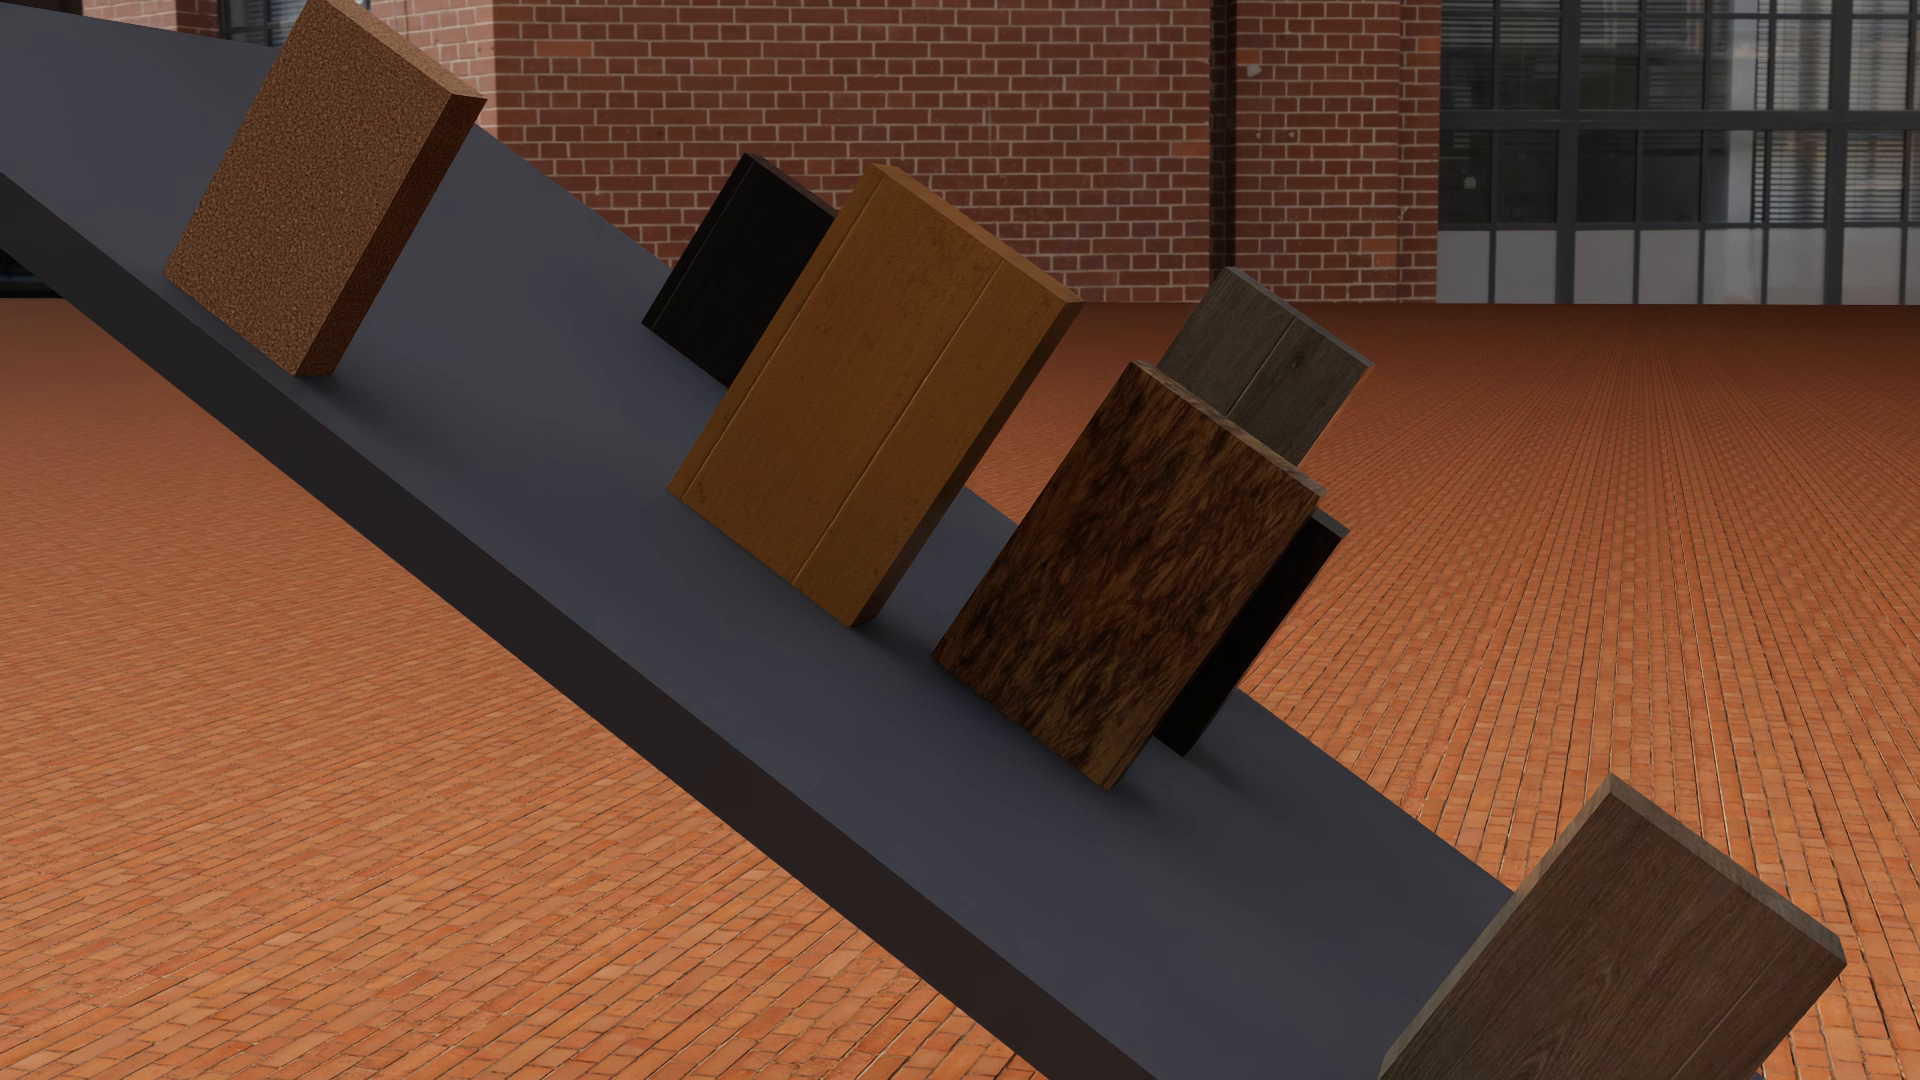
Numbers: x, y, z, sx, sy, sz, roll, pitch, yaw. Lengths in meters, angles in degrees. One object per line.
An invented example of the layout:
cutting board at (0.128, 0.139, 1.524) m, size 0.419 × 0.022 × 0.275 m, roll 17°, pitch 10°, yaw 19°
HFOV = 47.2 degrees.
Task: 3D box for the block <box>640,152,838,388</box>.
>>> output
block at (-0.389, -0.517, 4.623) m, size 0.410 × 0.429 × 0.083 m, roll 37°, pitch 15°, yaw 10°

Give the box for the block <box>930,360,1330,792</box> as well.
block at (0.291, 0.062, 3.855) m, size 0.397 × 0.641 × 0.111 m, roll 37°, pitch 15°, yaw 10°

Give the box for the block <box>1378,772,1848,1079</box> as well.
block at (0.987, 0.723, 3.369) m, size 0.411 × 0.589 × 0.141 m, roll 37°, pitch 15°, yaw 10°

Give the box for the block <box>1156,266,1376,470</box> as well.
block at (0.510, -0.163, 4.737) m, size 0.366 × 0.773 × 0.138 m, roll 37°, pitch 15°, yaw 10°

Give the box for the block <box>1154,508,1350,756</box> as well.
block at (0.425, 0.076, 4.297) m, size 0.426 × 0.530 × 0.134 m, roll 37°, pitch 15°, yaw 10°

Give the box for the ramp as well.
ramp at (-0.104, 0.181, 4.089) m, size 4.000 × 0.100 × 2.000 m, roll 37°, pitch 15°, yaw 10°

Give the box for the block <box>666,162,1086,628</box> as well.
block at (-0.151, -0.249, 3.819) m, size 0.413 × 0.681 × 0.141 m, roll 37°, pitch 15°, yaw 10°

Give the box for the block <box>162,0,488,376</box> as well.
block at (-0.971, -0.537, 3.350) m, size 0.276 × 0.504 × 0.105 m, roll 37°, pitch 15°, yaw 10°
